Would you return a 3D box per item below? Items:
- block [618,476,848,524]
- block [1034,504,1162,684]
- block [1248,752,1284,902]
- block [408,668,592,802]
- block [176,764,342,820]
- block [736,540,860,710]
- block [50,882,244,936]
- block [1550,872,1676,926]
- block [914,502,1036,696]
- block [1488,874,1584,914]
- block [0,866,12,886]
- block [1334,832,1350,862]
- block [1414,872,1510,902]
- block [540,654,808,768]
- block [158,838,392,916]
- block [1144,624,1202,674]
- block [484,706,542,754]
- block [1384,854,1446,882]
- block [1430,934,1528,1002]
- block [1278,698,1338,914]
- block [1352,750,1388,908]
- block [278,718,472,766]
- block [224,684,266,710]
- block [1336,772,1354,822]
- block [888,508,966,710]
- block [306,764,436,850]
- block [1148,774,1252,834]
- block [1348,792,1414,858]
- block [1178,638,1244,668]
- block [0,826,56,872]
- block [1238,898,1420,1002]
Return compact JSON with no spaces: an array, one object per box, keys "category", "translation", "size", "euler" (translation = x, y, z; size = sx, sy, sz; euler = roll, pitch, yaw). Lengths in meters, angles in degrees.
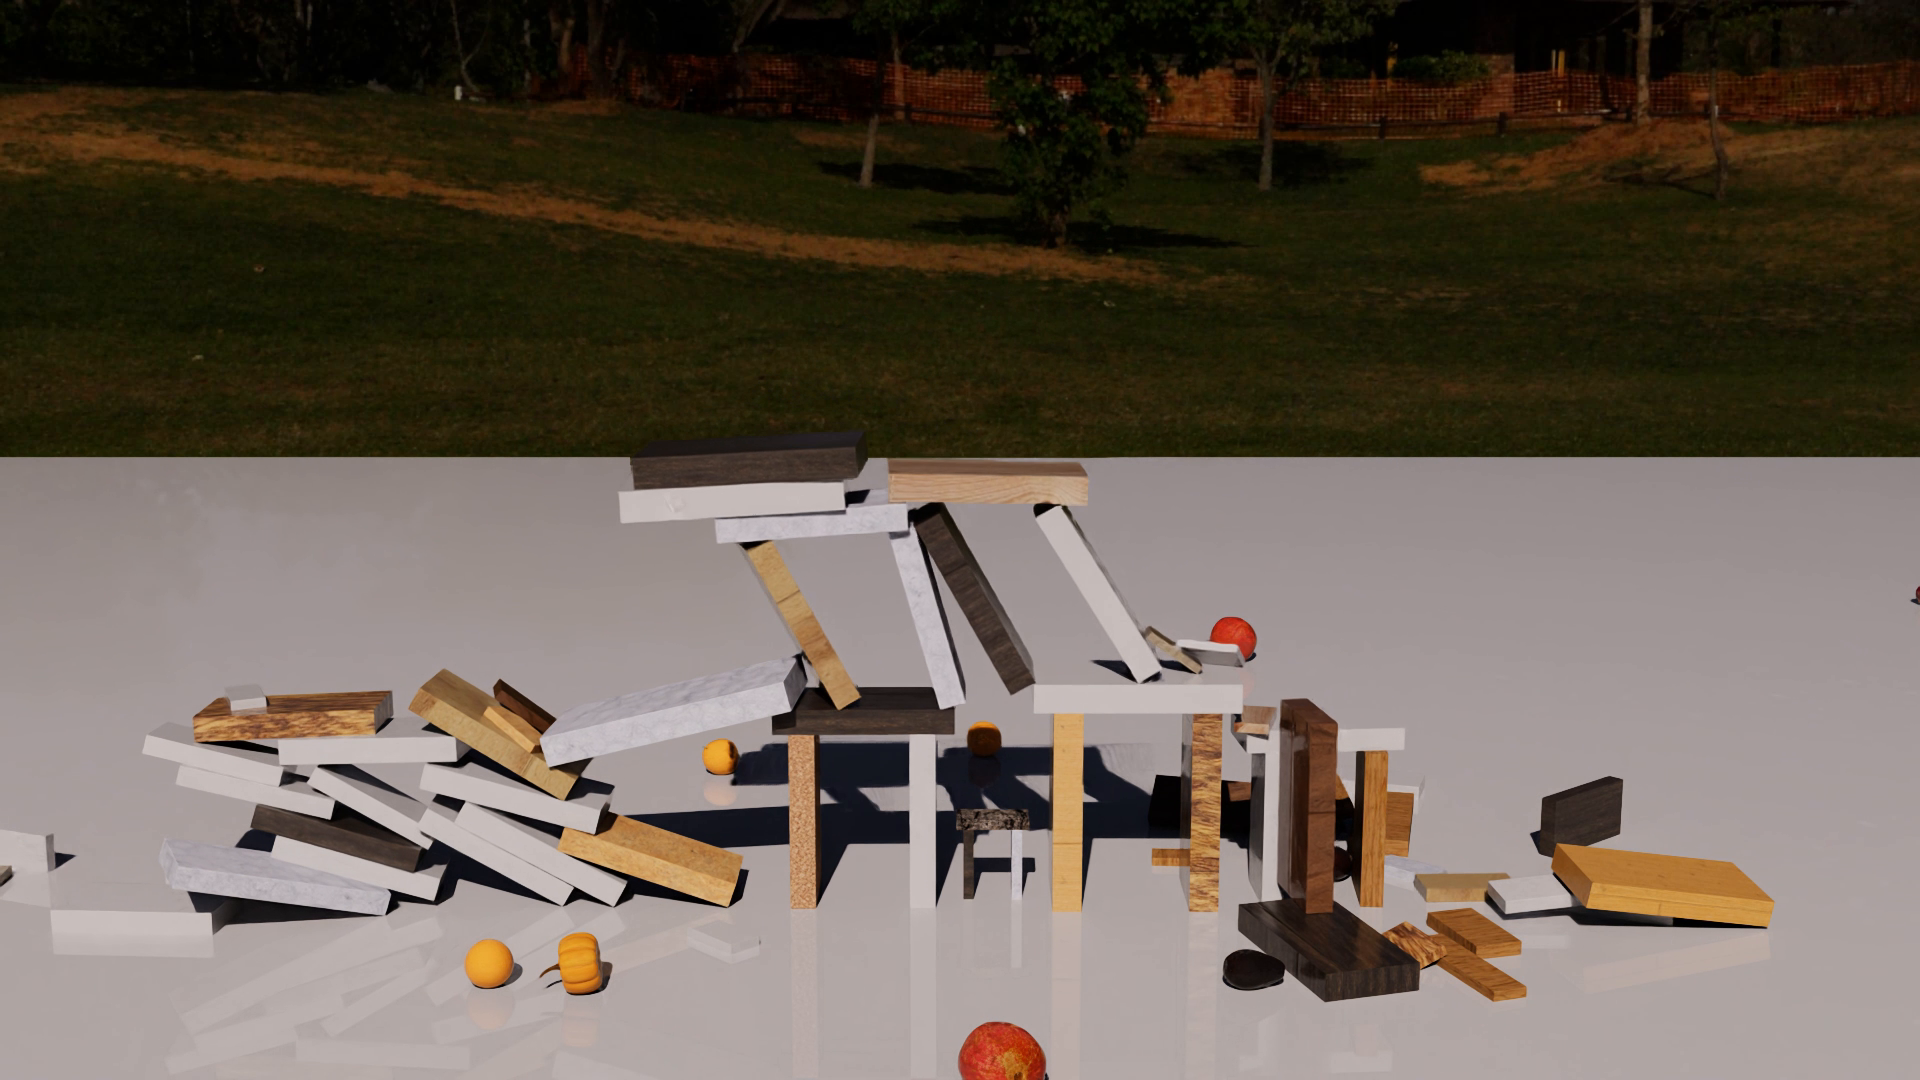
[{"category":"block","translation":[-0.357,-0.078,3.510],"size":[0.350,0.050,0.175],"euler":[-4,11,0]},{"category":"block","translation":[0.222,0.073,3.571],"size":[0.045,0.315,0.157],"euler":[-32,9,6]},{"category":"block","translation":[0.511,0.462,3.647],"size":[0.037,0.260,0.130],"euler":[0,11,-2]},{"category":"block","translation":[-0.755,0.319,3.628],"size":[0.292,0.041,0.146],"euler":[31,9,-3]},{"category":"block","translation":[-1.146,0.402,3.613],"size":[0.250,0.032,0.112],"euler":[14,5,-8]},{"category":"block","translation":[-0.265,0.123,3.563],"size":[0.043,0.301,0.150],"euler":[-31,16,-8]},{"category":"block","translation":[-1.308,0.594,3.545],"size":[0.261,0.037,0.130],"euler":[1,11,3]},{"category":"block","translation":[1.068,0.587,3.603],"size":[0.206,0.029,0.103],"euler":[5,12,25]},{"category":"block","translation":[0.025,0.089,3.574],"size":[0.045,0.315,0.157],"euler":[-29,9,5]},{"category":"block","translation":[0.945,0.571,3.567],"size":[0.156,0.022,0.078],"euler":[-5,16,-7]},{"category":"block","translation":[-1.682,0.571,3.722],"size":[0.129,0.018,0.064],"euler":[-1,11,-4]},{"category":"block","translation":[0.658,0.541,3.889],"size":[0.056,0.016,0.113],"euler":[3,11,14]},{"category":"block","translation":[0.845,0.579,3.668],"size":[0.156,0.022,0.078],"euler":[0,10,-3]},{"category":"block","translation":[-0.465,0.278,3.599],"size":[0.412,0.050,0.175],"euler":[-13,10,8]},{"category":"block","translation":[-1.098,0.541,3.530],"size":[0.340,0.037,0.131],"euler":[14,6,-32]},{"category":"block","translation":[0.349,0.179,3.600],"size":[0.103,0.015,0.051],"euler":[35,9,-6]},{"category":"block","translation":[-0.722,0.310,3.601],"size":[0.112,0.016,0.056],"euler":[35,10,22]},{"category":"block","translation":[0.769,0.564,3.763],"size":[0.113,0.016,0.056],"euler":[10,15,44]},{"category":"block","translation":[0.767,0.645,3.327],"size":[0.056,0.016,0.232],"euler":[-4,11,-19]},{"category":"block","translation":[0.551,0.421,3.497],"size":[0.044,0.308,0.154],"euler":[-2,11,-9]},{"category":"block","translation":[0.679,0.462,3.645],"size":[0.037,0.260,0.130],"euler":[1,11,4]},{"category":"block","translation":[-0.959,0.331,3.641],"size":[0.293,0.041,0.146],"euler":[-1,9,3]},{"category":"block","translation":[-1.197,0.263,3.680],"size":[0.056,0.016,0.122],"euler":[-6,9,-23]},{"category":"block","translation":[0.672,0.485,4.078],"size":[0.094,0.027,0.188],"euler":[-19,9,5]},{"category":"block","translation":[-0.053,0.110,3.579],"size":[0.043,0.301,0.150],"euler":[-16,12,3]},{"category":"block","translation":[-0.963,0.433,3.646],"size":[0.223,0.032,0.112],"euler":[30,3,-6]},{"category":"block","translation":[0.445,0.483,4.023],"size":[0.188,0.027,0.094],"euler":[3,51,16]},{"category":"block","translation":[0.768,0.513,4.002],"size":[0.103,0.029,0.292],"euler":[2,11,13]},{"category":"block","translation":[0.414,0.187,3.631],"size":[0.103,0.015,0.051],"euler":[5,-29,25]},{"category":"block","translation":[-1.622,0.533,3.801],"size":[0.129,0.064,0.018],"euler":[4,11,22]},{"category":"block","translation":[0.561,0.623,3.374],"size":[0.154,0.044,0.308],"euler":[-3,11,-17]}]
